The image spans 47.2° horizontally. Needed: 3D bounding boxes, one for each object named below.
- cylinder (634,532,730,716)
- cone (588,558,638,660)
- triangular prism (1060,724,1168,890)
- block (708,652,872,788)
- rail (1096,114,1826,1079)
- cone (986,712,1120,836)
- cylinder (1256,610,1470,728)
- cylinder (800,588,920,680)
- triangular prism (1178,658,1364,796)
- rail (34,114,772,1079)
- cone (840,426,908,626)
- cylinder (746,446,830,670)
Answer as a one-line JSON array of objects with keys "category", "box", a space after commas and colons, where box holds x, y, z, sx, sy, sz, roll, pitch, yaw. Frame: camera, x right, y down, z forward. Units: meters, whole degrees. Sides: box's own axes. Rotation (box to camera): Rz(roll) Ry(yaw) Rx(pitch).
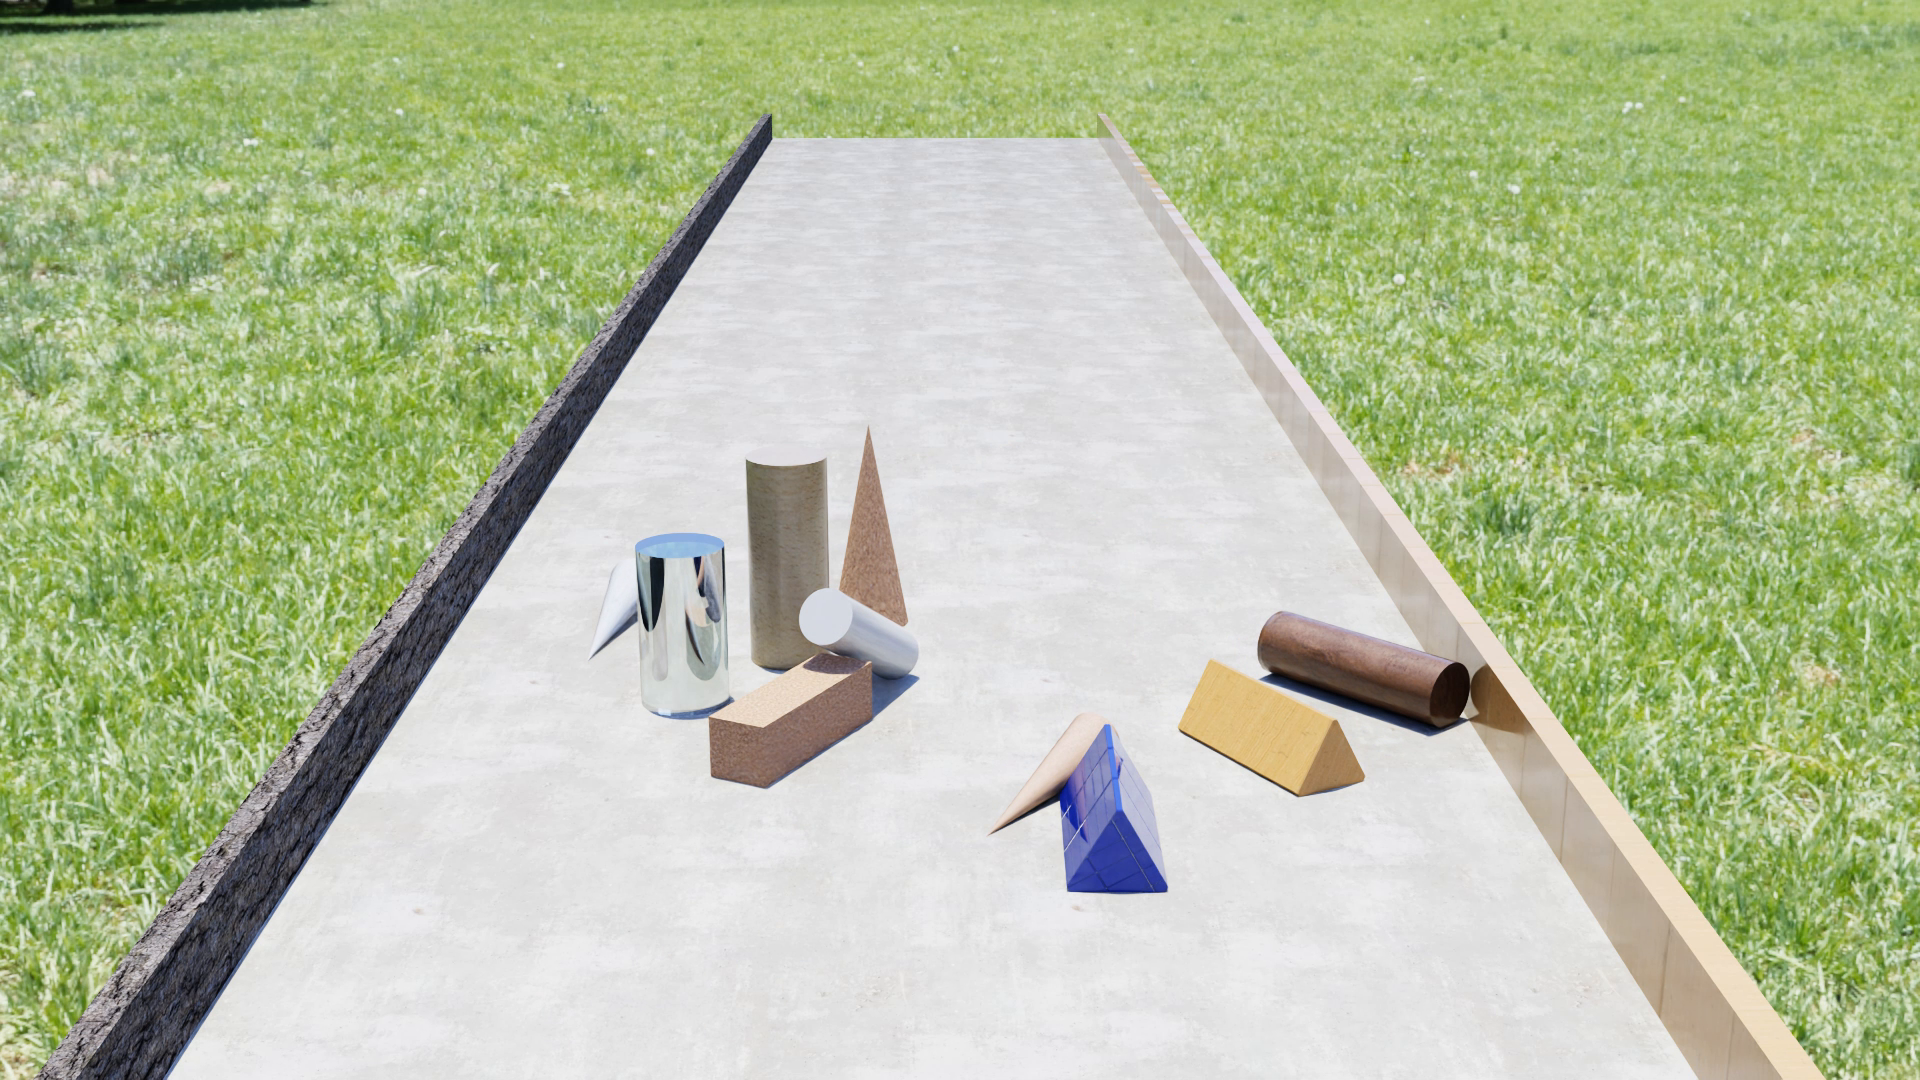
[{"category": "cylinder", "box": [-0.524, 0.158, 4.154, 0.167, 0.309, 0.167, 0, 17, 0]}, {"category": "cone", "box": [-0.726, 0.166, 4.580, 0.104, 0.104, 0.389, 2, 24, 6]}, {"category": "triangular prism", "box": [0.246, 0.425, 3.552, 0.154, 0.133, 0.363, 1, 17, 1]}, {"category": "block", "box": [-0.299, 0.319, 3.957, 0.112, 0.112, 0.374, 8, 19, 26]}, {"category": "rail", "box": [0.932, -0.844, 7.801, 0.050, 0.150, 12.000, 0, 17, -1]}, {"category": "cone", "box": [0.140, 0.418, 3.735, 0.100, 0.100, 0.373, 10, 27, 31]}, {"category": "cylinder", "box": [0.764, 0.243, 4.189, 0.126, 0.126, 0.408, -15, 22, -40]}, {"category": "cylinder", "box": [-0.188, 0.181, 4.166, 0.107, 0.107, 0.332, 7, -12, 23]}, {"category": "triangular prism", "box": [0.551, 0.322, 3.913, 0.145, 0.125, 0.355, -10, 19, -28]}, {"category": "rail", "box": [-1.118, -0.838, 7.780, 0.050, 0.150, 12.000, 0, 17, -1]}, {"category": "cone", "box": [-0.189, -0.034, 4.588, 0.159, 0.430, 0.159, 0, 17, 0]}, {"category": "cylinder", "box": [-0.341, 0.035, 4.372, 0.160, 0.419, 0.160, 0, 17, 0]}]
